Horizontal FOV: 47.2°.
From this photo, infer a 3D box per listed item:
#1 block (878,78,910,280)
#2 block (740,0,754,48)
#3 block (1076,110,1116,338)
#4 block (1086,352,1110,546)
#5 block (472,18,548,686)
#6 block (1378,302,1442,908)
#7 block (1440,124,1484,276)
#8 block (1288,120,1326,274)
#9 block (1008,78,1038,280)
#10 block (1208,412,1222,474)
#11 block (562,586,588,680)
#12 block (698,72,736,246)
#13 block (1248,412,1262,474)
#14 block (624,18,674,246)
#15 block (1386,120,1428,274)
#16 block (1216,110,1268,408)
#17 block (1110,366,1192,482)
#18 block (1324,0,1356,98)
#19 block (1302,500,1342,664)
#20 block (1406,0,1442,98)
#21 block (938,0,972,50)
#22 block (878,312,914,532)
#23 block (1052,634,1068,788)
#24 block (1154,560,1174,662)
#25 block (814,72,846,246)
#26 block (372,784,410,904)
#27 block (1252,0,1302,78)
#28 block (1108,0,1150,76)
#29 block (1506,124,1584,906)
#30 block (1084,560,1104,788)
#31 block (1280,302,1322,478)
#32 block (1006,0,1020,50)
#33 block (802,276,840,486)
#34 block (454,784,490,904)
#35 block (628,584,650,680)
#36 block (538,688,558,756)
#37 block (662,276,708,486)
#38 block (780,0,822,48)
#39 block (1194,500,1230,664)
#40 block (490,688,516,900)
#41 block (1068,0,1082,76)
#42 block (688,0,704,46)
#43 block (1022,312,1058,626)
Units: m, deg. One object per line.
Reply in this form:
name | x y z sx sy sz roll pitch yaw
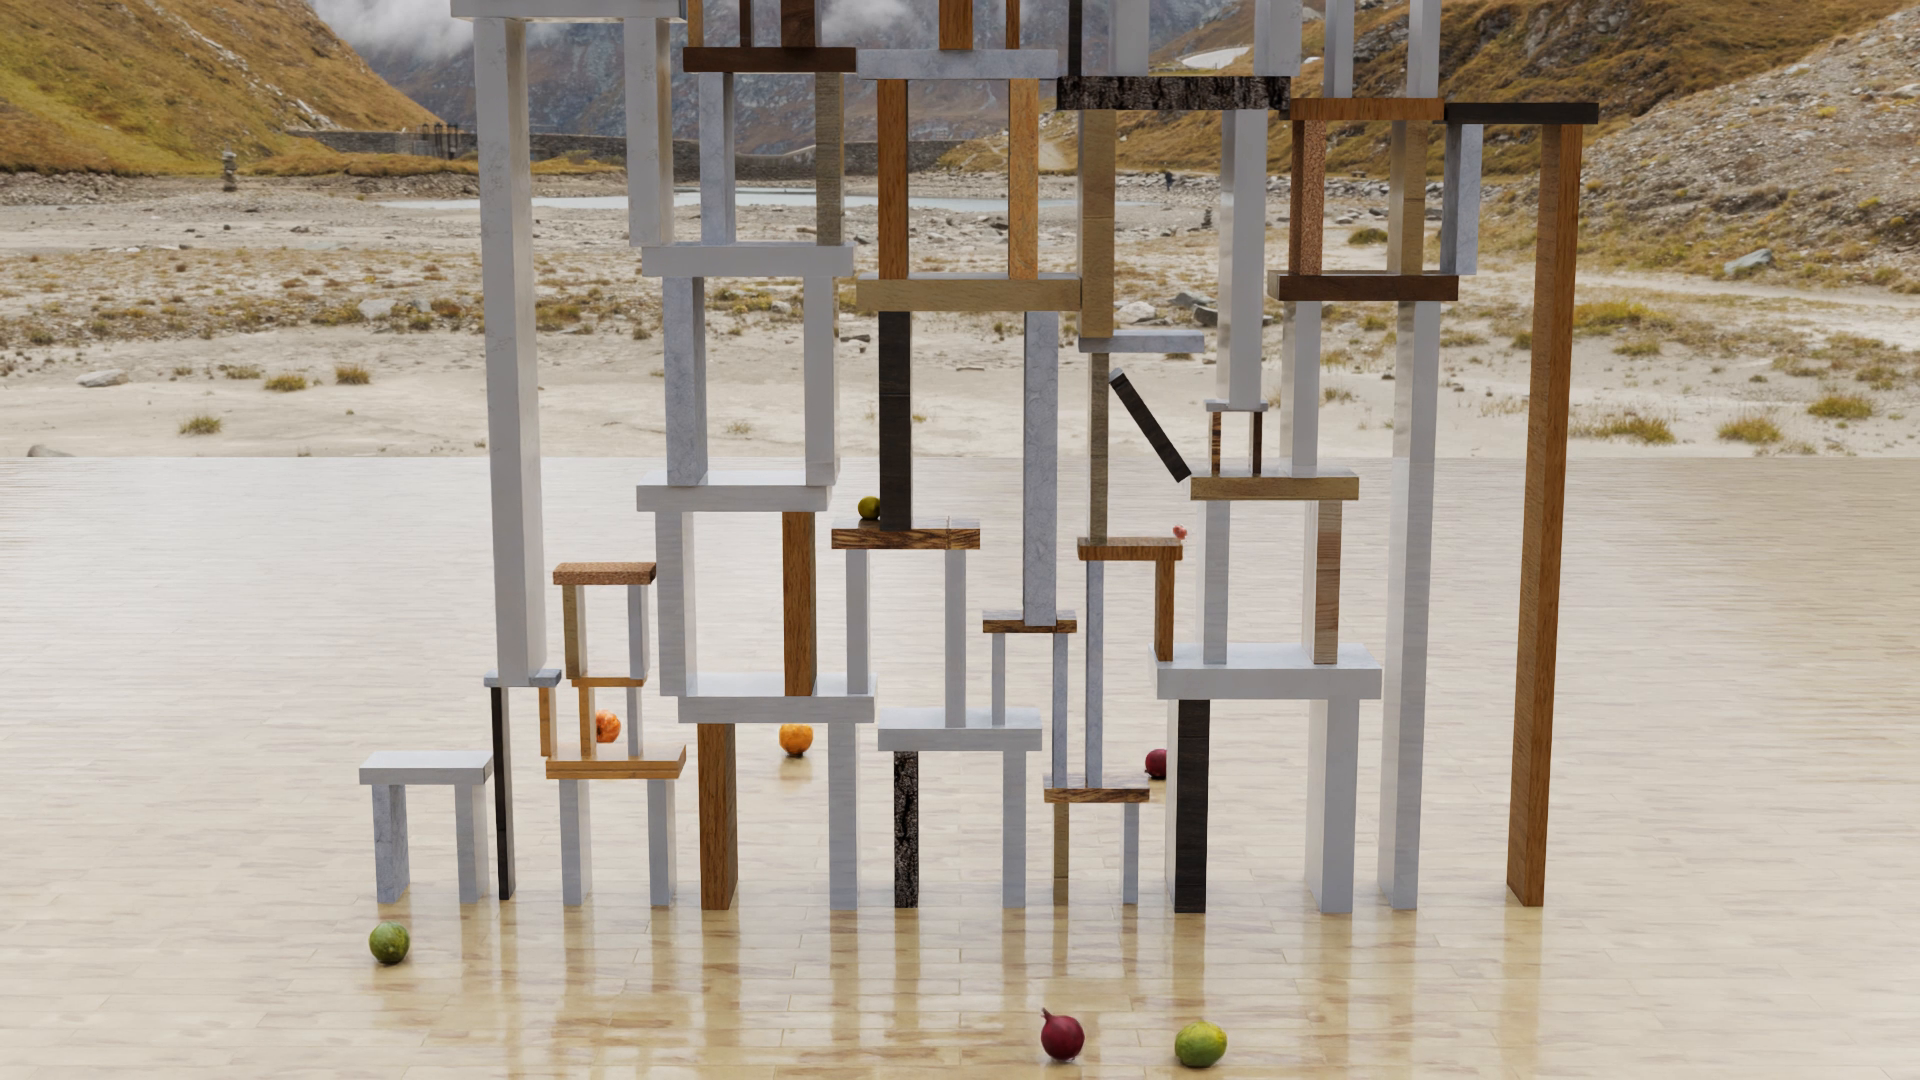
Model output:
block | -0.104 -0.567 3.450 0.043 0.304 0.152 0 11 0
block | -0.330 -0.822 3.404 0.017 0.120 0.060 0 11 0
block | 0.213 -0.500 3.460 0.049 0.347 0.174 0 11 0
block | 0.221 -0.151 3.535 0.028 0.310 0.098 0 11 0
block | -0.713 -0.294 3.501 0.049 1.040 0.172 0 11 -1
block | 0.728 0.103 3.575 0.039 0.991 0.139 0 11 0
block | 0.787 -0.536 3.456 0.033 0.230 0.115 0 11 0
block | 0.547 -0.541 3.464 0.034 0.237 0.118 0 11 -1
block | 0.099 -0.567 3.449 0.043 0.304 0.152 0 11 0
block | 0.409 -0.160 3.531 0.014 0.099 0.050 0 11 0
block | -0.627 0.142 3.583 0.022 0.156 0.078 -1 11 0
block | -0.380 -0.598 3.450 0.037 0.264 0.132 1 11 1
block | 0.474 -0.160 3.530 0.014 0.099 0.049 0 11 0
block | -0.485 -0.637 3.440 0.049 0.344 0.172 0 11 0
block | 0.704 -0.541 3.464 0.034 0.237 0.118 0 11 0
block | 0.444 -0.446 3.470 0.049 0.457 0.174 0 11 0
block | 0.302 -0.186 3.529 0.028 0.195 0.098 -34 9 6
block | 0.589 -0.786 3.414 0.028 0.198 0.099 0 11 0
block | 0.587 0.057 3.572 0.038 0.266 0.133 0 11 0
block | 0.721 -0.787 3.415 0.028 0.198 0.099 0 11 0
block | -0.006 -0.938 3.383 0.051 0.364 0.180 0 11 0
block | -0.102 -0.200 3.525 0.049 0.346 0.173 0 10 0
block | 0.164 0.270 3.606 0.022 0.259 0.076 0 11 0
block | 0.332 0.107 3.578 0.023 0.166 0.083 0 11 0
block | -0.203 -0.598 3.450 0.037 0.264 0.132 0 11 0
block | -0.946 0.490 3.655 0.029 0.203 0.101 0 11 0
block | 0.494 -0.891 3.394 0.049 0.347 0.173 0 11 0
block | 0.261 -0.891 3.393 0.049 0.347 0.173 0 11 0
block | 0.941 -0.029 3.550 0.033 1.261 0.115 0 11 0
block | 0.220 0.211 3.597 0.023 0.378 0.083 0 11 0
block | 0.542 -0.247 3.510 0.039 0.278 0.139 0 10 0
block | 0.082 -0.828 3.404 0.020 0.140 0.070 0 11 0
block | -0.220 -0.261 3.507 0.046 0.327 0.163 0 11 0
block | -0.811 0.490 3.655 0.029 0.203 0.101 0 11 0
block | -0.523 0.142 3.583 0.022 0.156 0.078 0 11 0
block | -0.677 0.291 3.612 0.017 0.117 0.059 0 11 0
block | -0.437 -0.261 3.507 0.046 0.327 0.163 0 11 0
block | -0.245 -0.940 3.384 0.051 0.360 0.180 0 11 0
block | 0.409 0.057 3.572 0.038 0.266 0.133 0 11 0
block | -0.755 0.412 3.634 0.017 0.363 0.059 0 11 0
block | 0.178 -0.807 3.403 0.020 0.180 0.070 0 11 1
block | -0.410 -0.822 3.404 0.017 0.120 0.060 0 11 0
block | 0.129 -0.125 3.539 0.049 0.500 0.173 0 11 0
